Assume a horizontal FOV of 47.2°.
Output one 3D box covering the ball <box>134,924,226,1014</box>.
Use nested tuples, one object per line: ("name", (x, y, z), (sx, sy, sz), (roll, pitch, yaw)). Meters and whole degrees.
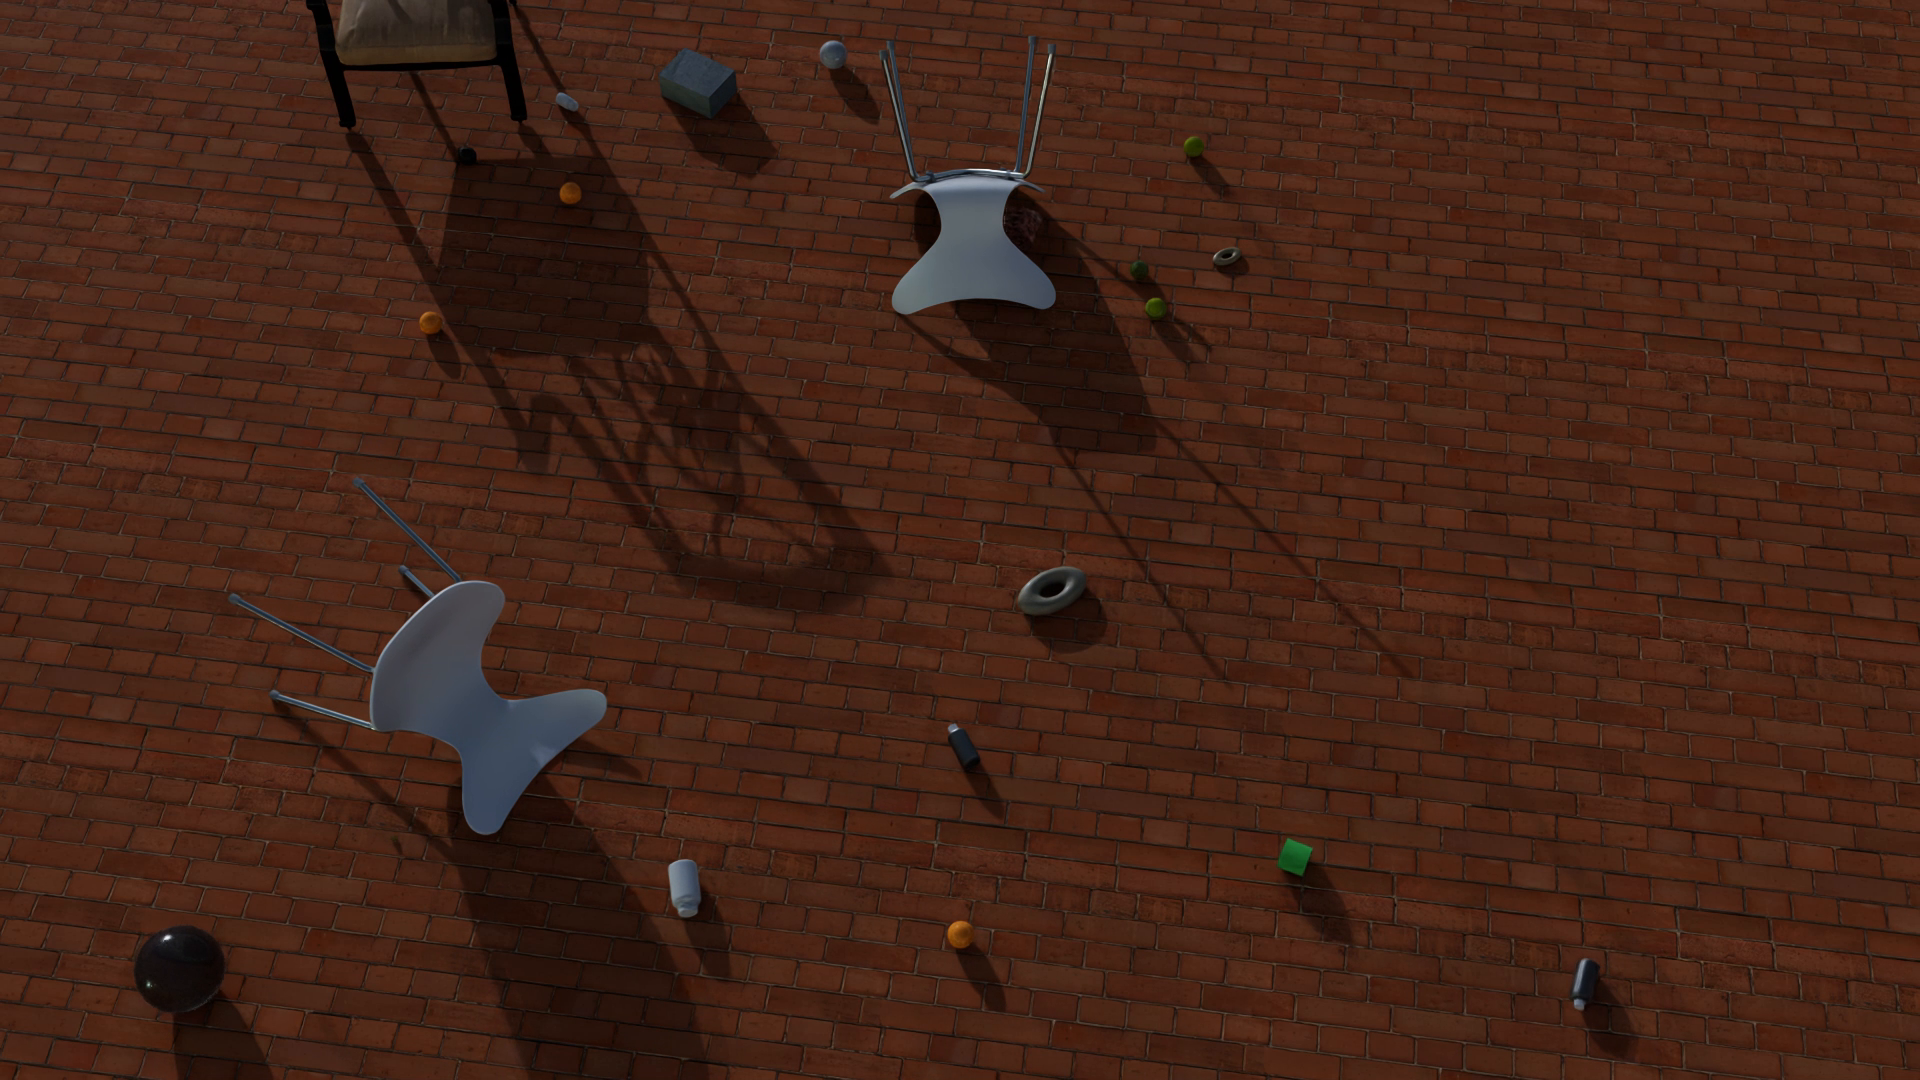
("ball", (-2.020, 1.111, 5.694), (0.224, 0.224, 0.224), (0, 56, 0))

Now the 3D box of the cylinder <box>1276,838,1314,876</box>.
("cylinder", (0.907, 0.859, 5.953), (0.073, 0.070, 0.096), (19, 37, 19))

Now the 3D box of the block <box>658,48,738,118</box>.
("block", (-0.902, -1.573, 7.569), (0.211, 0.100, 0.155), (27, 60, 17))

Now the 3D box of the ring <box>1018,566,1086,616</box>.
("ring", (0.270, 0.149, 6.443), (0.226, 0.052, 0.131), (-26, 61, -16))

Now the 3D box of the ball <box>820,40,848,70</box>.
("ball", (-0.440, -1.687, 7.646), (0.099, 0.099, 0.099), (0, 56, 0))

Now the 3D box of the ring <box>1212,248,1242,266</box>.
("ring", (0.872, -0.926, 7.182), (0.106, 0.022, 0.060), (-24, 61, -15))

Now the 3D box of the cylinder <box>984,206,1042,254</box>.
("cylinder", (0.174, -1.014, 7.187), (0.167, 0.104, 0.117), (4, 54, 25))
